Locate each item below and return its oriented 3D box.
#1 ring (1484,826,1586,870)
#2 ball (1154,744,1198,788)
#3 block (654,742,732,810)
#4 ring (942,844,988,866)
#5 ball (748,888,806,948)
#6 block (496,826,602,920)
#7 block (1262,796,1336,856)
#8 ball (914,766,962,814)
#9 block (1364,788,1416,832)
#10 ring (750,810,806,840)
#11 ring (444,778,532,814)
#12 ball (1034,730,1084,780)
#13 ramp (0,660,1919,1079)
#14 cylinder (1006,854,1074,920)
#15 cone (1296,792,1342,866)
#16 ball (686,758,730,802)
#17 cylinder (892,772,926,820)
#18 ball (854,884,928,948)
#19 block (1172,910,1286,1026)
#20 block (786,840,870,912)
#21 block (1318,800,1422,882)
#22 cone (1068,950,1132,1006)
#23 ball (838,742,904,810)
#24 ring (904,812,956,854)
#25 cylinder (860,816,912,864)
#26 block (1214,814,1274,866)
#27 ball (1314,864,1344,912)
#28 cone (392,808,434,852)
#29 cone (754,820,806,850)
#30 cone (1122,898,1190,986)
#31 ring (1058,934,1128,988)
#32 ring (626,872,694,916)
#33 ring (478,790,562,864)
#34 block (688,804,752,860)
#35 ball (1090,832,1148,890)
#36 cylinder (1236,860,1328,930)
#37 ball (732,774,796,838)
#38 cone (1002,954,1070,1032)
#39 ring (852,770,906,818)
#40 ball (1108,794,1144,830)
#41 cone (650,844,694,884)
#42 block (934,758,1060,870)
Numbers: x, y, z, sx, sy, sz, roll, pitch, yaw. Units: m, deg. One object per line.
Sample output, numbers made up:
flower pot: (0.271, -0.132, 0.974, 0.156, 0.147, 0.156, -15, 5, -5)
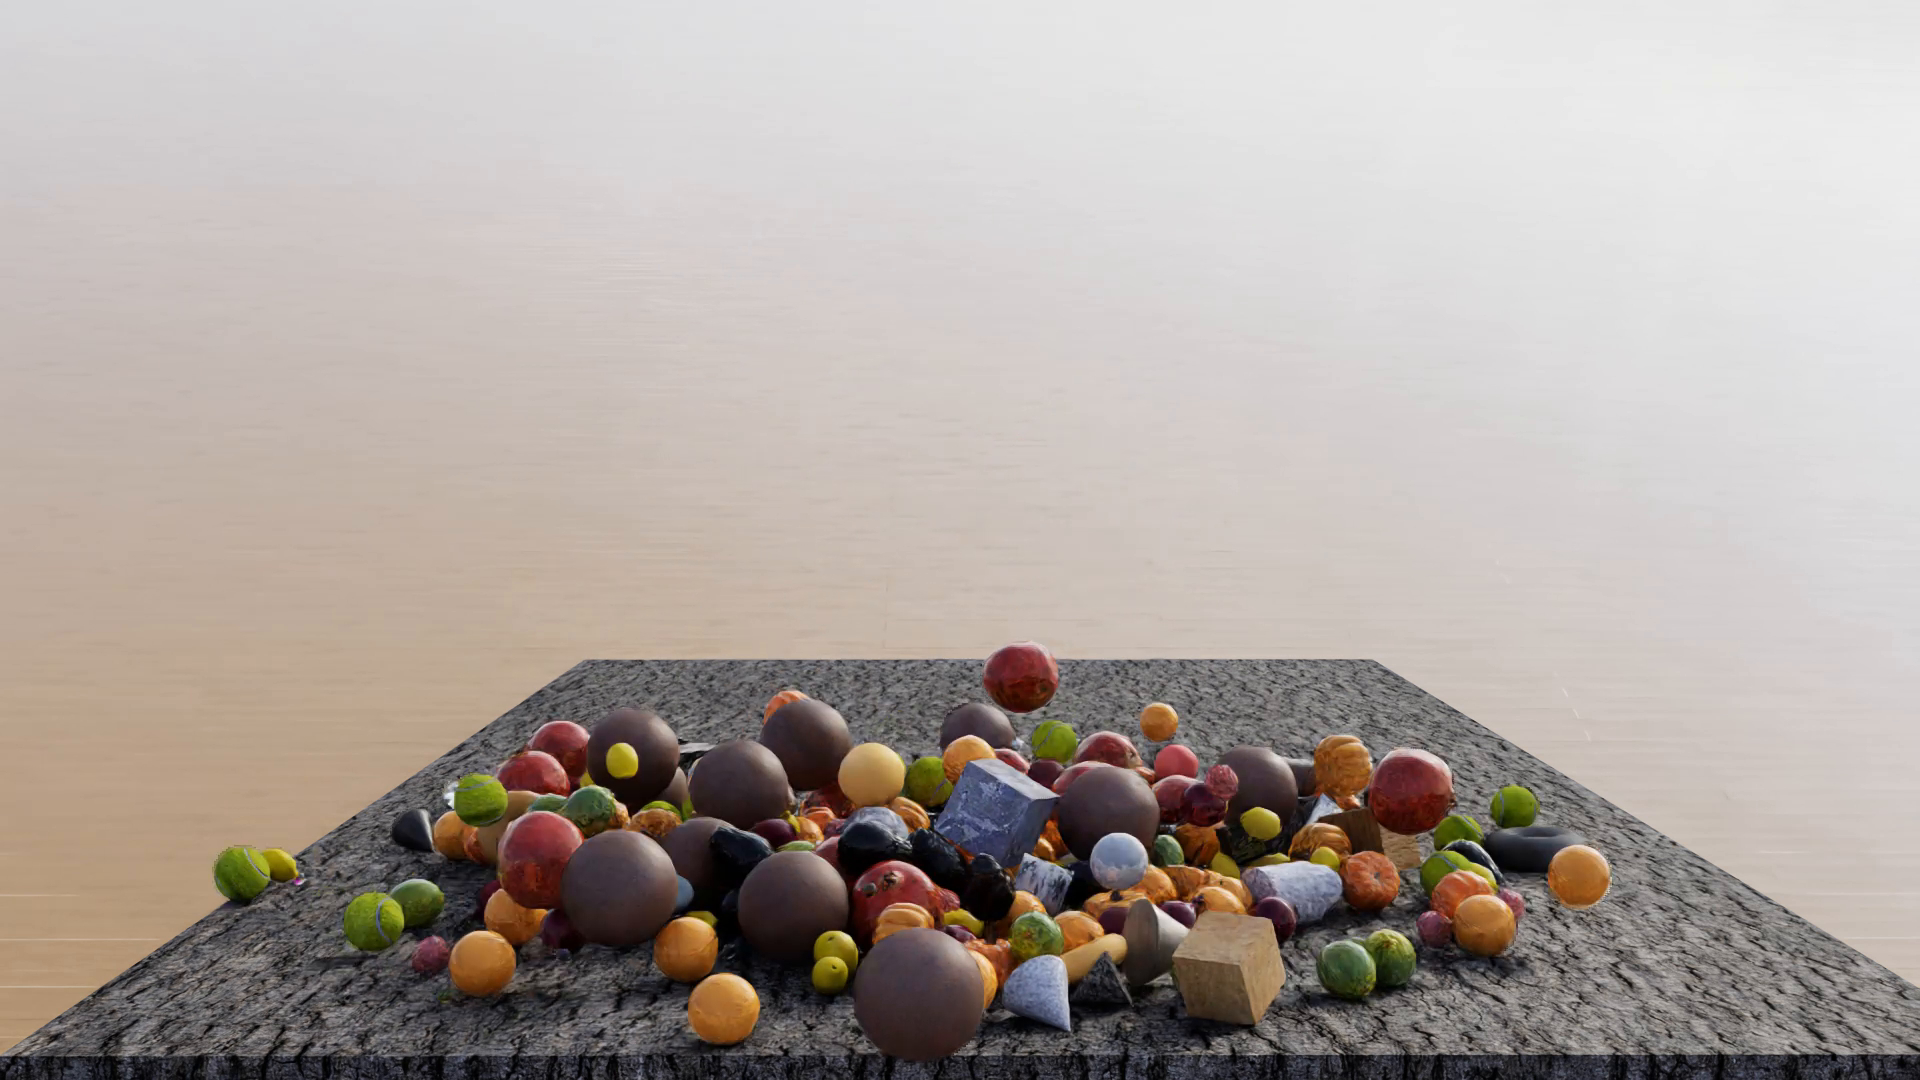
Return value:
ring: (0.802, 0.430, 3.586, 0.139, 0.046, 0.139, -1, 2, 0)
ball: (0.331, 0.346, 3.937, 0.067, 0.067, 0.067, 0, 22, 0)
block: (-0.431, 0.380, 4.149, 0.090, 0.090, 0.090, -2, 4, -37)
ring: (0.014, 0.440, 3.596, 0.078, 0.026, 0.078, 1, 1, 0)
ball: (-0.216, 0.447, 3.037, 0.070, 0.070, 0.070, 0, 22, 0)
block: (-0.521, 0.422, 3.270, 0.096, 0.096, 0.096, 1, 3, 25)
block: (0.483, 0.406, 3.659, 0.079, 0.079, 0.079, -1, -3, -14)
ball: (-0.025, 0.391, 3.908, 0.092, 0.092, 0.092, 0, 22, 0)
block: (0.643, 0.408, 3.843, 0.064, 0.064, 0.064, 0, 3, -5)
ring: (-0.286, 0.423, 3.829, 0.115, 0.038, 0.115, -1, 4, 0)
ring: (-0.749, 0.406, 4.084, 0.139, 0.046, 0.139, -1, 2, 0)
ball: (0.169, 0.368, 4.405, 0.088, 0.088, 0.088, 0, 22, 0)
ramp: (0.050, 0.455, 4.532, 2.000, 0.100, 4.000, 0, 3, 0)
cylinder: (0.096, 0.415, 3.074, 0.062, 0.062, 0.062, 21, 24, 4)
cone: (0.511, 0.386, 3.584, 0.096, 0.096, 0.096, -1, 42, -1)
ball: (-0.352, 0.336, 3.598, 0.060, 0.060, 0.060, 0, 22, 0)
cylinder: (-0.055, 0.424, 3.943, 0.099, 0.099, 0.099, 3, 25, -1)
ball: (-0.083, 0.456, 3.077, 0.089, 0.089, 0.089, 0, 22, 0)
block: (0.282, 0.446, 2.684, 0.079, 0.079, 0.079, 2, 31, 34)
block: (-0.170, 0.431, 3.298, 0.076, 0.076, 0.076, -2, 4, -37)
block: (0.551, 0.405, 3.458, 0.090, 0.090, 0.090, -15, -8, 38)
cone: (0.141, 0.482, 2.748, 0.065, 0.065, 0.065, -27, 23, 3)
ball: (-0.114, 0.305, 3.315, 0.086, 0.086, 0.086, 0, 22, 0)
ring: (-0.022, 0.424, 3.724, 0.139, 0.046, 0.139, -1, 2, 0)
cylinder: (-0.104, 0.422, 3.621, 0.059, 0.059, 0.059, 5, 4, 12)
block: (0.377, 0.398, 3.405, 0.051, 0.051, 0.051, -21, -2, -14)
ball: (0.451, 0.440, 3.241, 0.063, 0.063, 0.063, 0, 22, 0)
cone: (-0.775, 0.433, 3.710, 0.065, 0.065, 0.065, -16, 39, -35)
cone: (-0.243, 0.430, 3.704, 0.077, 0.077, 0.077, 29, 31, 18)
cone: (0.243, 0.451, 2.852, 0.097, 0.097, 0.097, 9, 18, -20)
ring: (0.138, 0.462, 2.814, 0.101, 0.034, 0.101, -24, -8, -4)
ring: (-0.357, 0.421, 3.066, 0.080, 0.027, 0.080, 5, 21, -2)
ring: (-0.605, 0.401, 3.538, 0.117, 0.117, 0.039, -7, -19, -17)
block: (-0.339, 0.416, 3.642, 0.068, 0.068, 0.068, -6, 2, -22)
ball: (0.184, 0.371, 2.969, 0.067, 0.067, 0.067, 0, 22, 0)
cylinder: (0.393, 0.436, 3.142, 0.080, 0.080, 0.080, -3, 20, -33)
ball: (-0.264, 0.358, 3.469, 0.086, 0.086, 0.086, 0, 22, 0)
cone: (0.095, 0.484, 2.655, 0.078, 0.078, 0.078, -11, 34, -25)
ring: (-0.110, 0.340, 3.507, 0.031, 0.094, 0.094, 40, 32, 7)
ball: (0.252, 0.411, 3.893, 0.053, 0.053, 0.053, 0, 22, 0)
cone: (-0.377, 0.448, 3.451, 0.057, 0.057, 0.057, 31, 34, 25)
block: (0.047, 0.342, 3.225, 0.098, 0.098, 0.098, 30, 9, 21)
